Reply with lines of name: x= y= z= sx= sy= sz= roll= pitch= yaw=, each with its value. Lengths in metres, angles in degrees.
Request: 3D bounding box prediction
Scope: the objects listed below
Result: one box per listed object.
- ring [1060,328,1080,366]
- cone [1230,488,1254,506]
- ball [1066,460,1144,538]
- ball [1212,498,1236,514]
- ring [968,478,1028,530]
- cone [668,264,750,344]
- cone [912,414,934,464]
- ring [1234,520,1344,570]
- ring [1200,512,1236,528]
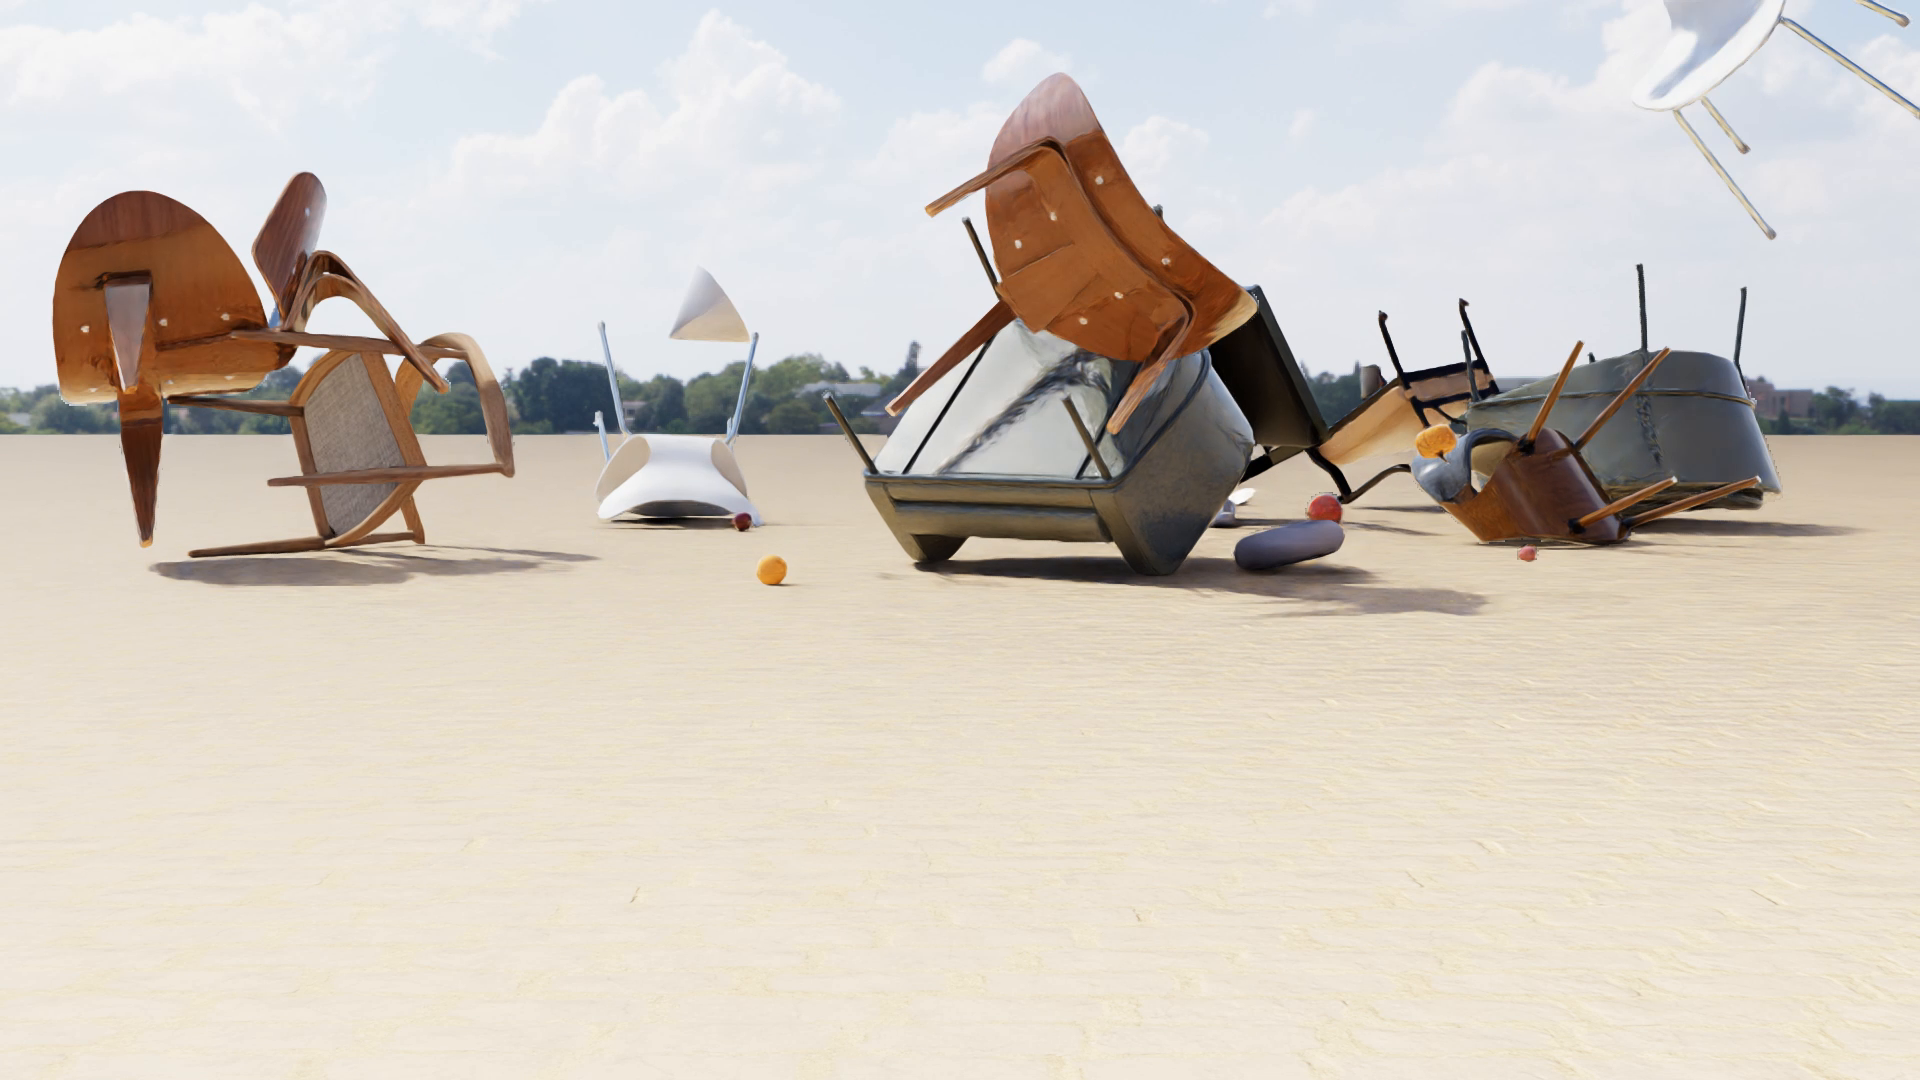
ring: x=0.402 y=-0.711 z=8.082 sx=0.028 sy=0.149 sz=0.120 roll=1 pitch=31 yaw=33
cone: x=1.096 y=-0.152 z=8.519 sx=0.122 sy=0.047 sz=0.077 roll=-23 pitch=35 yaw=22
ball: x=0.435 y=-0.123 z=6.615 sx=0.236 sy=0.236 sz=0.236 roll=0 pitch=4 yaw=0
ball: x=0.897 y=-0.103 z=7.466 sx=0.080 sy=0.080 sz=0.080 roll=0 pitch=4 yaw=0
ring: x=0.122 y=-0.115 z=7.033 sx=0.235 sy=0.155 sz=0.077 roll=-22 pitch=-9 yaw=39
cone: x=-0.672 y=-0.555 z=5.583 sx=0.170 sy=0.252 sz=0.208 roll=-34 pitch=-26 yaw=-12
cone: x=-0.120 y=-0.352 z=8.108 sx=0.084 sy=0.198 sz=0.144 roll=-1 pitch=18 yaw=-17
ring: x=0.813 y=0.013 z=5.435 sx=0.272 sy=0.085 sz=0.352 roll=-14 pitch=-5 yaw=20
ring: x=0.842 y=-0.068 z=7.204 sx=0.119 sy=0.045 sz=0.257 roll=0 pitch=3 yaw=10
